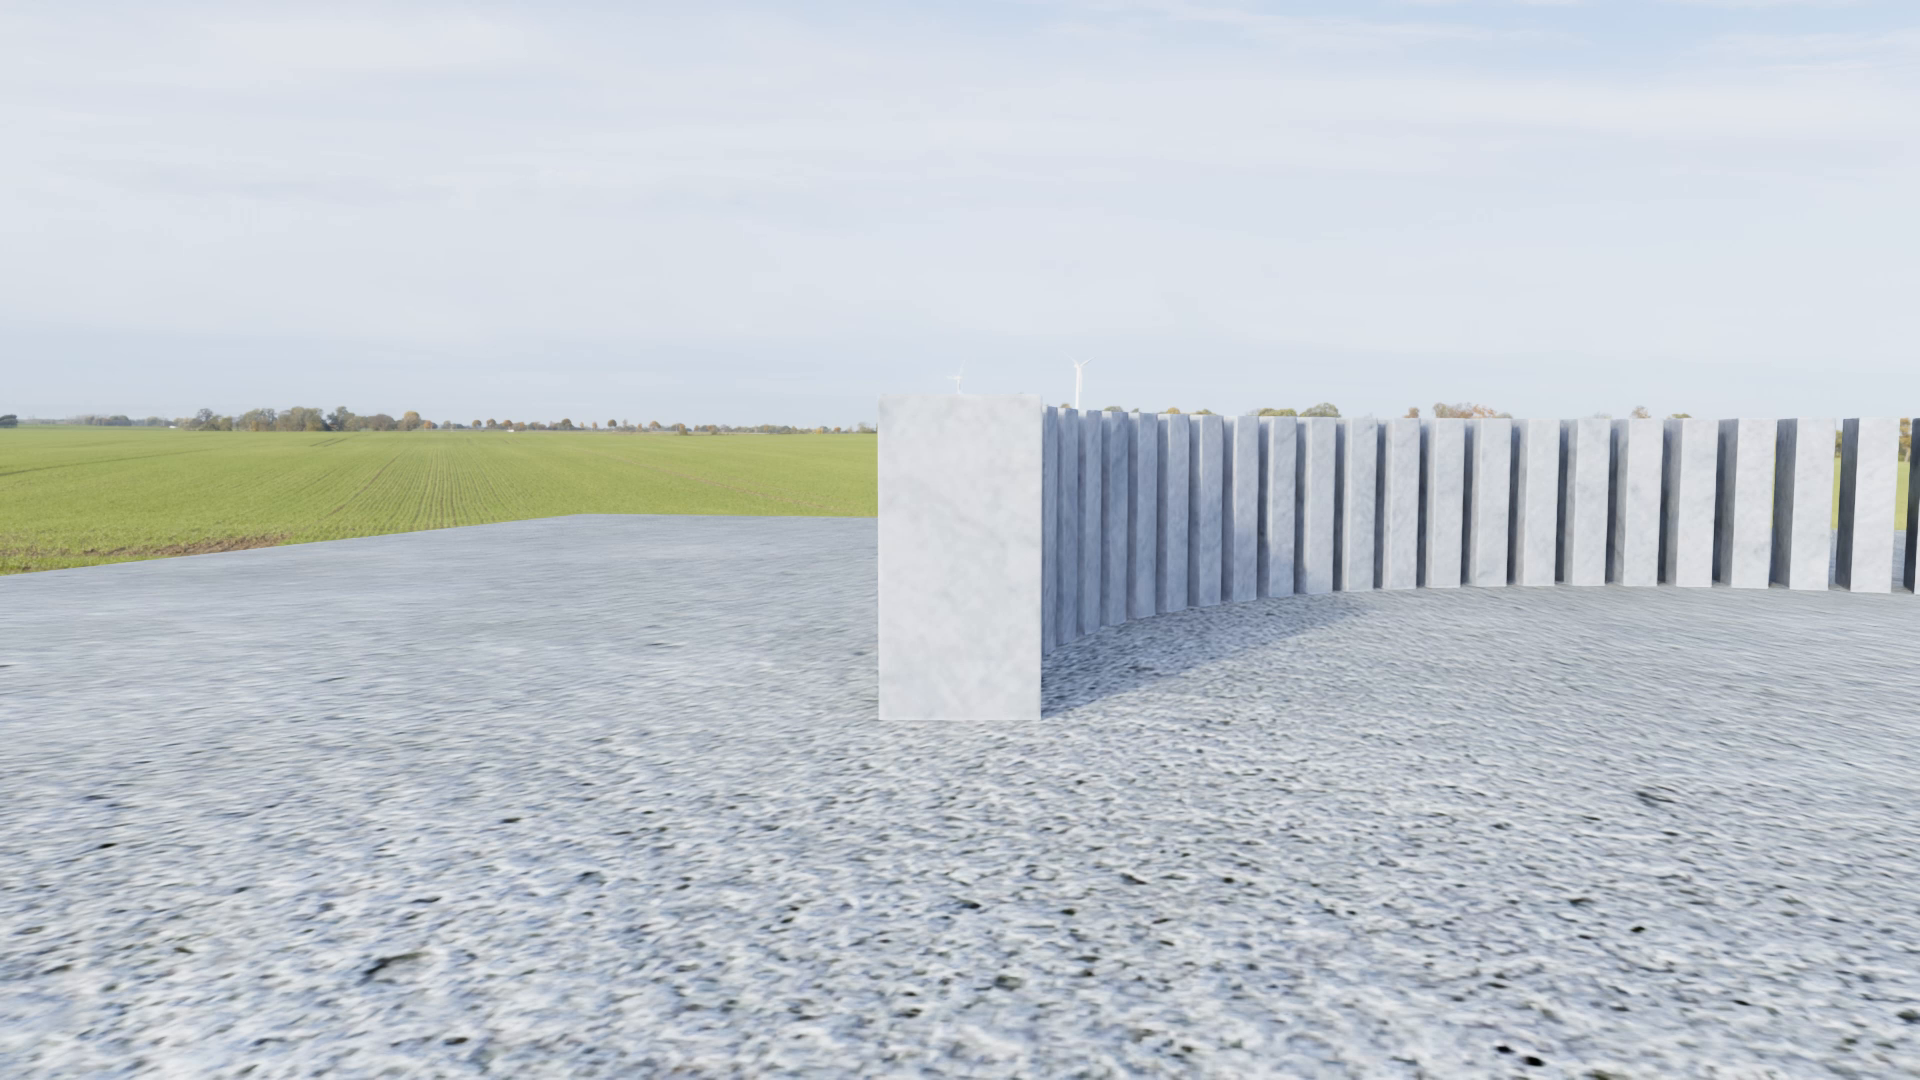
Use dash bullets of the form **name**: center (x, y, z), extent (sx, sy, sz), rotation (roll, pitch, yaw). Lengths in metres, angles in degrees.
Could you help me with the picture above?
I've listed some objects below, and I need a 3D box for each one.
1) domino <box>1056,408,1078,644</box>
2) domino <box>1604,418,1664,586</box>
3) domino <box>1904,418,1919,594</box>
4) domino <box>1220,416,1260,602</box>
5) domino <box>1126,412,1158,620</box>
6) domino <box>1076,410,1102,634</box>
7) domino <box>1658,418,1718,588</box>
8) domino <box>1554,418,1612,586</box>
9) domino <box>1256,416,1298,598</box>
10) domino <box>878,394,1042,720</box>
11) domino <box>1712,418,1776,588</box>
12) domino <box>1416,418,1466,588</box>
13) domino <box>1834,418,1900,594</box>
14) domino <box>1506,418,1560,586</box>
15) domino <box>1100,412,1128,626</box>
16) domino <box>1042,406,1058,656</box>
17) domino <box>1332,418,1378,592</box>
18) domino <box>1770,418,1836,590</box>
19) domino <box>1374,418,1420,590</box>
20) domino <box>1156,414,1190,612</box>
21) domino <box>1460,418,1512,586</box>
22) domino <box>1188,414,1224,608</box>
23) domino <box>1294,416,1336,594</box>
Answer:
- **domino**: center (0.012, -0.003, 0.279), extent (0.025, 0.050, 0.009), rotation (2, 5, 22)
- **domino**: center (0.205, -0.012, 0.395), extent (0.009, 0.050, 0.025), rotation (0, 4, 6)
- **domino**: center (0.281, -0.010, 0.370), extent (0.009, 0.050, 0.025), rotation (2, 5, 30)
- **domino**: center (0.069, -0.009, 0.356), extent (0.009, 0.050, 0.025), rotation (-3, 5, -38)
- **domino**: center (0.036, -0.007, 0.321), extent (0.025, 0.050, 0.009), rotation (3, 5, 37)
- **domino**: center (0.019, -0.004, 0.294), extent (0.025, 0.050, 0.010), rotation (2, 5, 27)
- **domino**: center (0.221, -0.012, 0.393), extent (0.009, 0.050, 0.025), rotation (1, 4, 11)
- **domino**: center (0.189, -0.012, 0.396), extent (0.009, 0.050, 0.025), rotation (0, 4, 1)
- **domino**: center (0.082, -0.010, 0.365), extent (0.009, 0.050, 0.025), rotation (-3, 5, -33)
- **domino**: center (0.000, 0.002, 0.201), extent (0.025, 0.050, 0.009), rotation (0, 4, 0)
- **domino**: center (0.237, -0.012, 0.389), extent (0.010, 0.050, 0.025), rotation (1, 4, 16)
- **domino**: center (0.141, -0.012, 0.391), extent (0.010, 0.050, 0.025), rotation (-1, 4, -14)
- **domino**: center (0.267, -0.011, 0.378), extent (0.009, 0.050, 0.025), rotation (2, 5, 25)
- **domino**: center (0.173, -0.012, 0.395), extent (0.009, 0.050, 0.025), rotation (0, 4, -4)
- **domino**: center (0.027, -0.006, 0.308), extent (0.025, 0.050, 0.009), rotation (3, 5, 32)
- **domino**: center (0.007, -0.002, 0.264), extent (0.025, 0.050, 0.009), rotation (1, 4, 17)
- **domino**: center (0.111, -0.011, 0.380), extent (0.010, 0.050, 0.025), rotation (-2, 5, -23)
- **domino**: center (0.252, -0.011, 0.384), extent (0.009, 0.050, 0.025), rotation (2, 5, 21)
- **domino**: center (0.126, -0.011, 0.386), extent (0.009, 0.050, 0.025), rotation (-1, 5, -19)
- **domino**: center (0.046, -0.007, 0.334), extent (0.025, 0.050, 0.009), rotation (4, 6, 42)
- **domino**: center (0.157, -0.012, 0.394), extent (0.009, 0.050, 0.025), rotation (-1, 4, -9)
- **domino**: center (0.057, -0.008, 0.345), extent (0.010, 0.050, 0.025), rotation (-4, 6, -43)
- **domino**: center (0.096, -0.010, 0.373), extent (0.010, 0.050, 0.025), rotation (-2, 5, -28)
